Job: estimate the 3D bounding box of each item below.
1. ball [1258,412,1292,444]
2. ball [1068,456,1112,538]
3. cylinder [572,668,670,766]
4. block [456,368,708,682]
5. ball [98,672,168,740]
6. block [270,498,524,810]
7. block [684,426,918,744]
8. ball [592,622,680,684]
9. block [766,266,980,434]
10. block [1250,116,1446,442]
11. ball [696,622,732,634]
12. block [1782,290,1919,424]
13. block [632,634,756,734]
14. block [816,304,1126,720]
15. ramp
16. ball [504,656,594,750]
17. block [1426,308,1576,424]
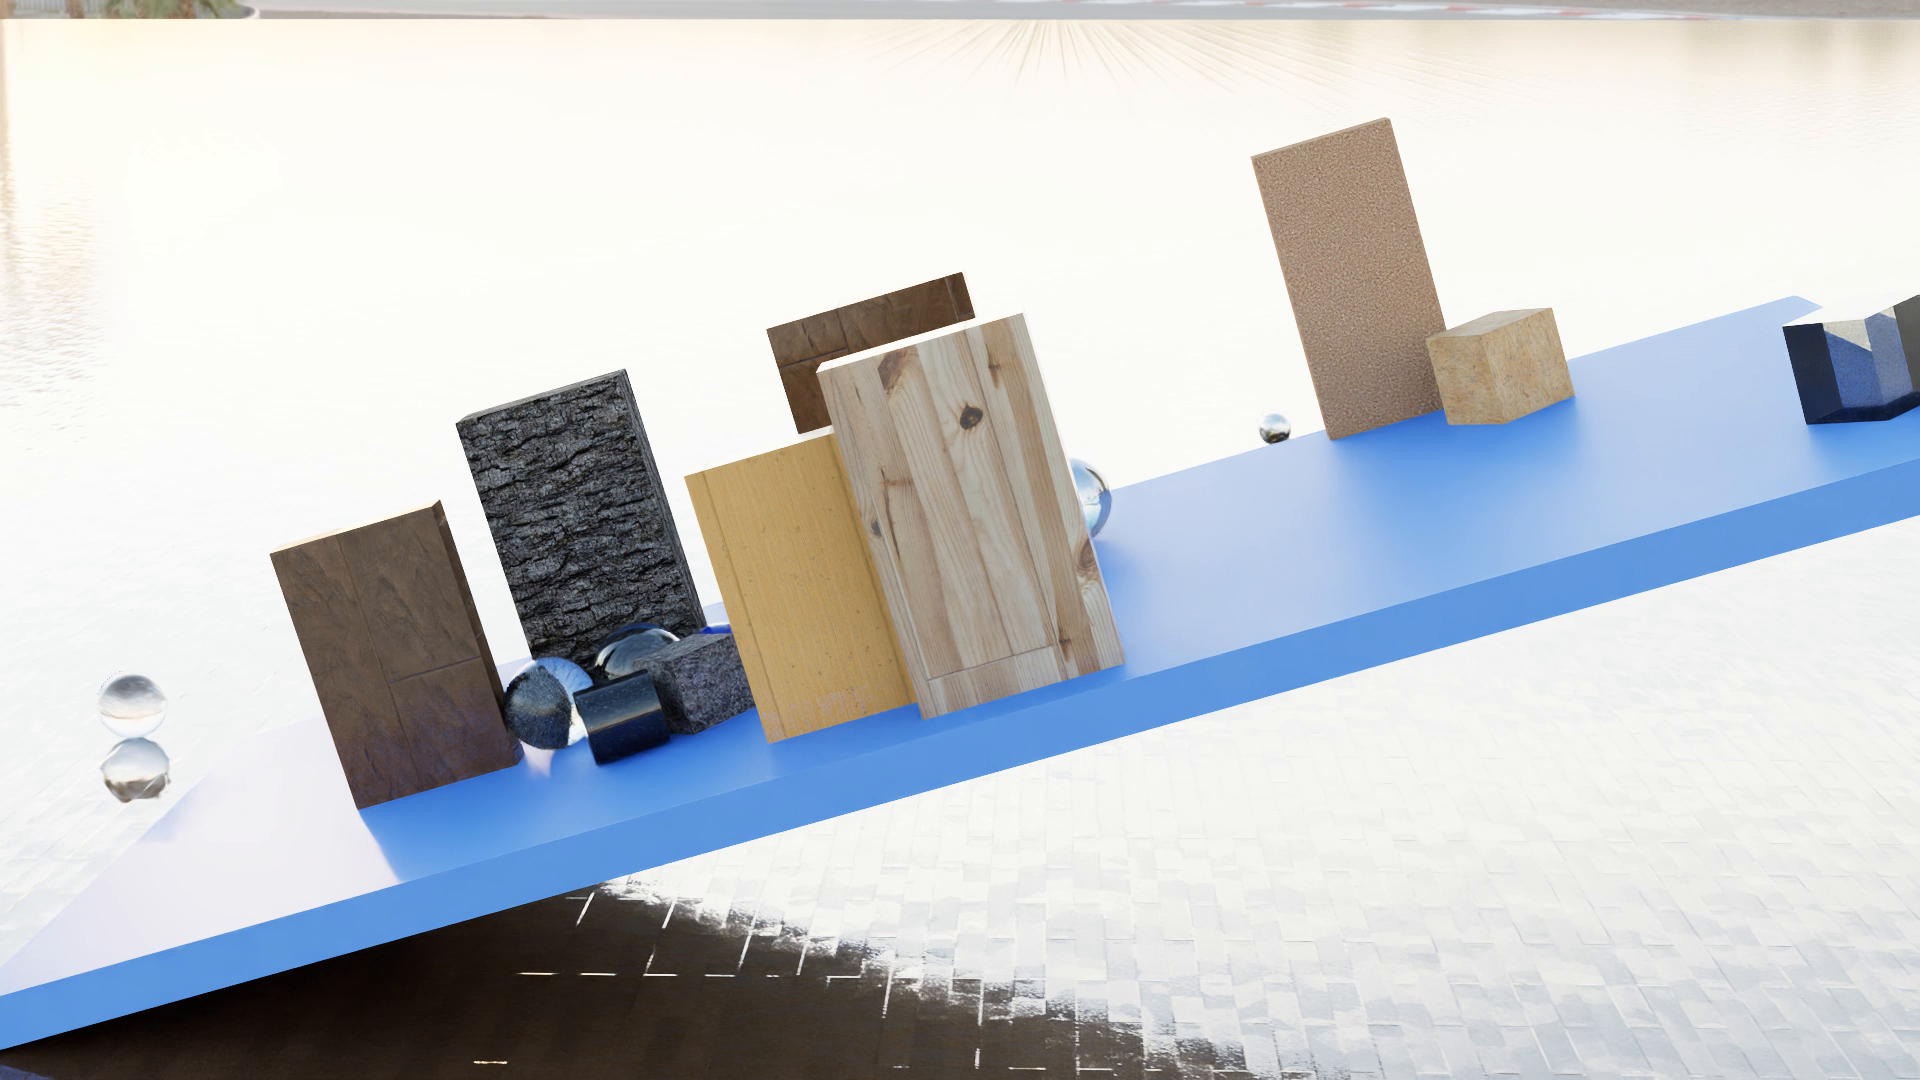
[{"bbox_3d":[1.366,-0.483,12.755,0.146,0.146,0.146,0,11,0],"label":"ball"},{"bbox_3d":[0.243,-0.089,6.695,0.206,0.206,0.206,0,11,0],"label":"ball"},{"bbox_3d":[-0.682,0.356,5.923,0.155,0.155,0.155,-18,14,-10],"label":"cylinder"},{"bbox_3d":[-0.796,0.023,6.345,0.361,0.704,0.139,-16,10,5],"label":"block"},{"bbox_3d":[-2.197,0.440,7.812,0.177,0.177,0.177,0,11,0],"label":"ball"},{"bbox_3d":[-1.176,0.241,6.160,0.356,0.572,0.090,-16,10,5],"label":"block"},{"bbox_3d":[-0.297,0.083,5.653,0.308,0.543,0.118,-16,10,5],"label":"block"},{"bbox_3d":[-0.667,0.277,6.180,0.207,0.207,0.207,0,11,0],"label":"ball"},{"bbox_3d":[-0.108,-0.202,6.474,0.445,0.694,0.119,-16,10,5],"label":"block"},{"bbox_3d":[0.950,-0.622,7.021,0.334,0.700,0.105,-16,10,5],"label":"block"},{"bbox_3d":[-0.506,0.249,6.248,0.147,0.147,0.147,0,11,0],"label":"ball"},{"bbox_3d":[1.747,-0.352,5.658,0.201,0.201,0.201,-22,11,-30],"label":"block"},{"bbox_3d":[-0.545,0.294,6.026,0.159,0.159,0.159,-24,12,-35],"label":"block"},{"bbox_3d":[0.024,-0.051,5.459,0.391,0.679,0.131,-16,10,5],"label":"block"},{"bbox_3d":[0.091,0.187,6.320,4.000,0.100,2.000,-16,10,5],"label":"ramp"},{"bbox_3d":[-0.858,0.343,6.166,0.196,0.196,0.196,0,11,0],"label":"ball"},{"bbox_3d":[1.236,-0.397,6.735,0.210,0.210,0.210,-21,11,-25],"label":"block"}]
